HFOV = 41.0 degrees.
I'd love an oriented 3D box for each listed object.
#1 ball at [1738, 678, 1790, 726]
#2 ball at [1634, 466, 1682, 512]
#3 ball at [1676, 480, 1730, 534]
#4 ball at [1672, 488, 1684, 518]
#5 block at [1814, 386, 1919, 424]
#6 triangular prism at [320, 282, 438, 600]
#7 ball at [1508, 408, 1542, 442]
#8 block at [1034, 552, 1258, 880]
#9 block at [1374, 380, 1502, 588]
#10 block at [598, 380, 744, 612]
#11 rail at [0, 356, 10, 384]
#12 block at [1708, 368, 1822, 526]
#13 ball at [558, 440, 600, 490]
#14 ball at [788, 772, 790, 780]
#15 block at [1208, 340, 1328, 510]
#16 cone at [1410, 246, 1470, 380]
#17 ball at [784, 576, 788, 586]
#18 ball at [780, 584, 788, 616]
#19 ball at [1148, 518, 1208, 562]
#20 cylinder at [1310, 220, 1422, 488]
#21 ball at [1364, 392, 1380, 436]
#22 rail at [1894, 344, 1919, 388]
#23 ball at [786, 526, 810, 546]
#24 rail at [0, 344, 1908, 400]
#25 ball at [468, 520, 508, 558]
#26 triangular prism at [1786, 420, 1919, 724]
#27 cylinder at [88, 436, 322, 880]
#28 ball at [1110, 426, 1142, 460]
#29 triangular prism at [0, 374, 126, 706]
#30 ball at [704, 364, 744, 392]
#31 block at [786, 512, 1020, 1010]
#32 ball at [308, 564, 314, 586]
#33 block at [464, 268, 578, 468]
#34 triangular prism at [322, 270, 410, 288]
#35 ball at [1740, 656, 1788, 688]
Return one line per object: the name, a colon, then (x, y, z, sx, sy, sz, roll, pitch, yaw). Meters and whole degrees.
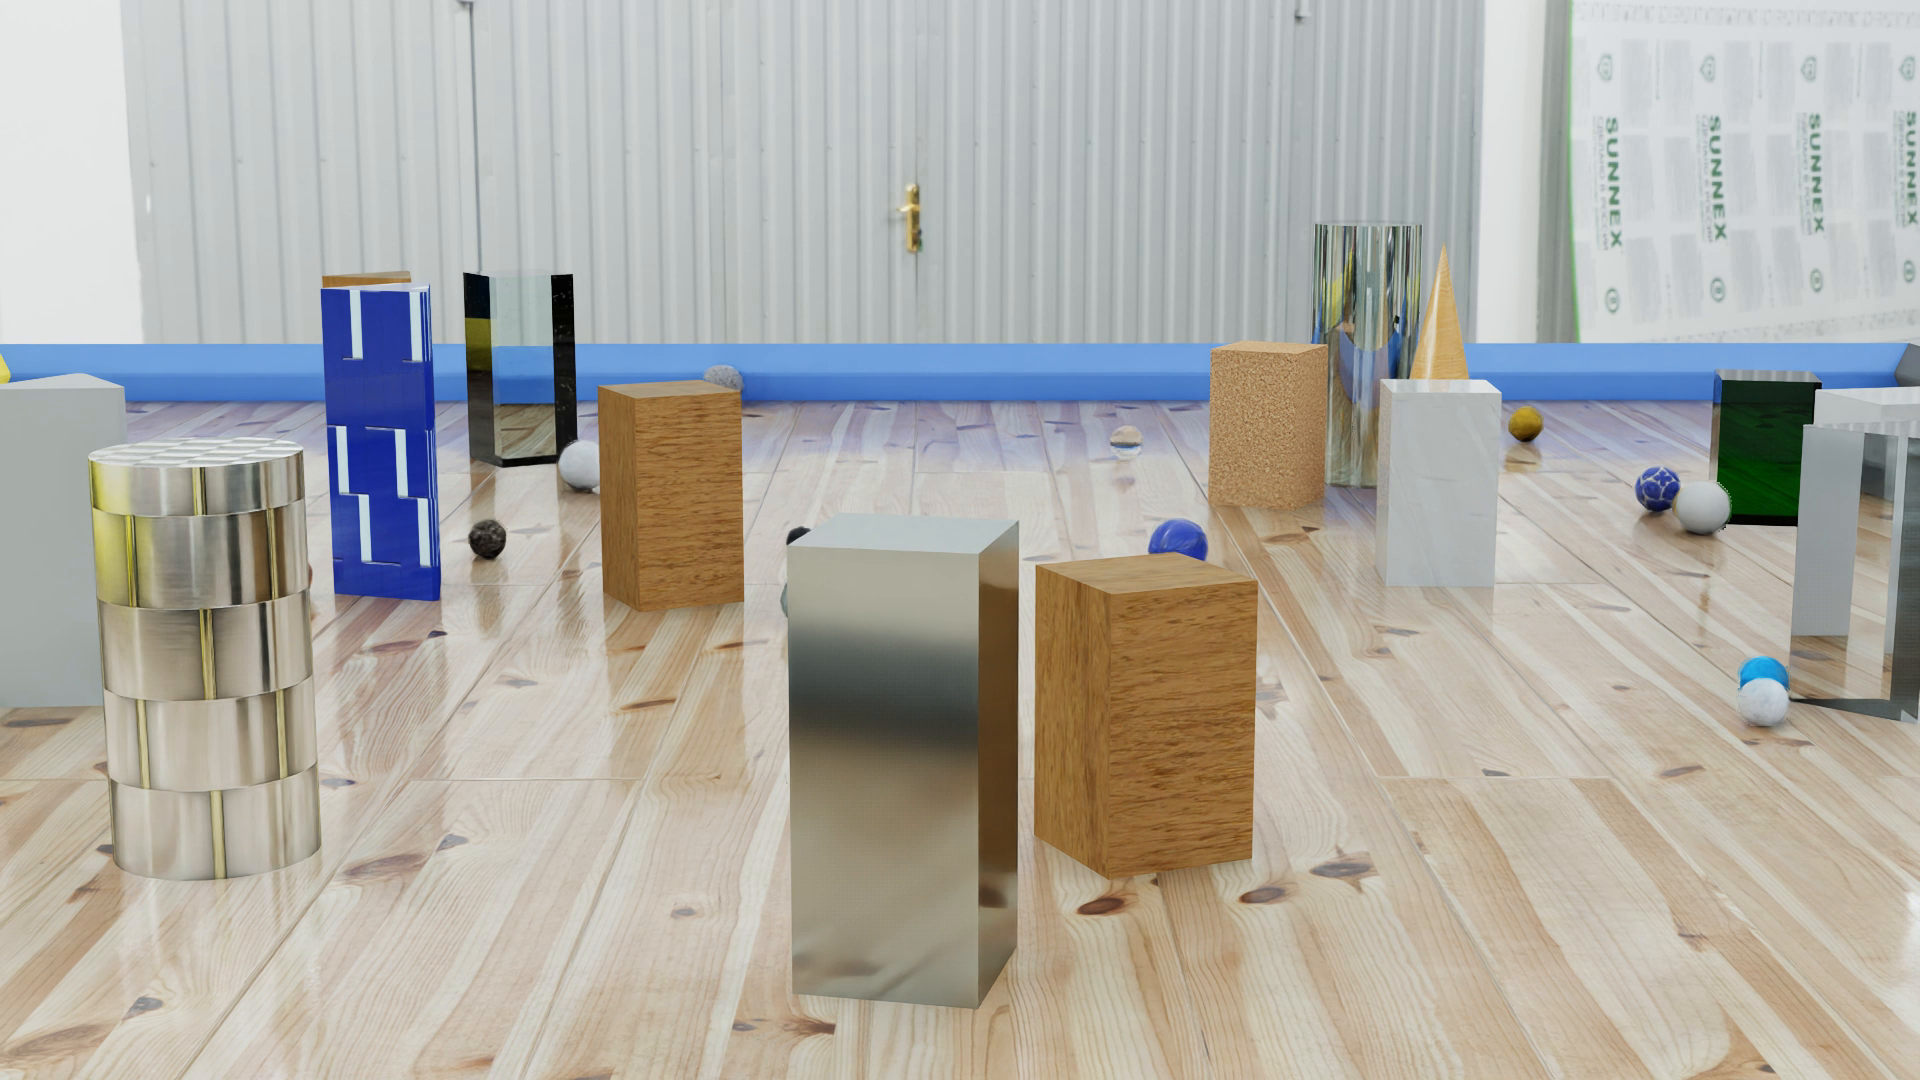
ball: (0.892, 0.179, 2.847, 0.054, 0.054, 0.054, 0, 11, 0)
ball: (1.143, -0.084, 4.203, 0.074, 0.074, 0.074, 0, 11, 0)
ball: (1.160, -0.051, 4.003, 0.083, 0.083, 0.083, 0, 11, 0)
ball: (1.166, -0.055, 4.080, 0.063, 0.063, 0.063, 0, 11, 0)
block: (1.196, -0.032, 3.288, 0.151, 0.309, 0.151, -2, 11, -12)
triangular prism: (-0.769, -0.142, 3.563, 0.163, 0.423, 0.141, 4, 11, 19)
ball: (1.097, -0.223, 4.977, 0.065, 0.065, 0.065, 0, 11, 0)
block: (0.171, 0.159, 2.388, 0.151, 0.263, 0.151, -5, 12, -24)
block: (0.679, -0.083, 3.655, 0.151, 0.274, 0.151, 1, 11, 3)
block: (-0.396, -0.064, 3.512, 0.151, 0.288, 0.151, -5, 12, -27)
rail: (-2.053, 0.034, 3.438, 0.045, 0.122, 4.331, 0, 11, 0)
block: (1.293, -0.150, 4.130, 0.151, 0.231, 0.151, 2, 11, 11)
ball: (-0.646, -0.128, 4.409, 0.086, 0.086, 0.086, 0, 11, 0)
ball: (-0.145, 0.235, 2.558, 0.052, 0.052, 0.052, 0, 11, 0)
block: (0.516, -0.194, 4.292, 0.151, 0.259, 0.151, 5, 12, 27)
cone: (0.797, -0.278, 4.260, 0.188, 0.435, 0.188, 0, 11, 0)
ball: (-0.212, 0.063, 3.475, 0.053, 0.053, 0.053, 0, 11, 0)
ball: (-0.200, 0.079, 3.352, 0.068, 0.068, 0.068, 0, 11, 0)
ball: (0.312, 0.011, 3.663, 0.086, 0.086, 0.086, 0, 11, 0)
cylinder: (0.706, -0.327, 4.483, 0.188, 0.451, 0.188, 0, 11, 0)
ball: (0.836, -0.245, 5.019, 0.092, 0.092, 0.092, 0, 11, 0)
rail: (2.053, 0.029, 3.461, 0.045, 0.122, 4.331, 0, 11, 0)
ball: (-0.236, 0.003, 3.817, 0.046, 0.046, 0.046, 0, 11, 0)
rail: (-0.012, -0.361, 5.555, 4.154, 0.122, 0.045, 0, 11, 0)
ball: (-0.701, -0.002, 3.811, 0.057, 0.057, 0.057, 0, 11, 0)
triangular prism: (1.064, 0.029, 2.932, 0.141, 0.320, 0.163, -10, 15, -44)
cylinder: (-0.695, 0.105, 2.369, 0.188, 0.377, 0.188, 0, 11, 0)
ball: (0.307, -0.180, 4.755, 0.061, 0.061, 0.061, 0, 11, 0)
triangular prism: (-1.027, -0.003, 2.976, 0.163, 0.366, 0.141, -1, 11, -4)
ball: (-0.508, -0.331, 5.492, 0.088, 0.088, 0.088, 0, 11, 0)
block: (-0.042, 0.171, 2.054, 0.151, 0.361, 0.151, 2, 11, 13)
ball: (-0.921, 0.050, 3.544, 0.053, 0.053, 0.053, 0, 11, 0)
block: (-0.809, -0.319, 4.728, 0.151, 0.345, 0.151, -7, 13, -33)
triangular prism: (-0.969, -0.266, 4.365, 0.163, 0.373, 0.141, 3, 11, 16)
ball: (0.924, 0.161, 2.949, 0.054, 0.054, 0.054, 0, 11, 0)
